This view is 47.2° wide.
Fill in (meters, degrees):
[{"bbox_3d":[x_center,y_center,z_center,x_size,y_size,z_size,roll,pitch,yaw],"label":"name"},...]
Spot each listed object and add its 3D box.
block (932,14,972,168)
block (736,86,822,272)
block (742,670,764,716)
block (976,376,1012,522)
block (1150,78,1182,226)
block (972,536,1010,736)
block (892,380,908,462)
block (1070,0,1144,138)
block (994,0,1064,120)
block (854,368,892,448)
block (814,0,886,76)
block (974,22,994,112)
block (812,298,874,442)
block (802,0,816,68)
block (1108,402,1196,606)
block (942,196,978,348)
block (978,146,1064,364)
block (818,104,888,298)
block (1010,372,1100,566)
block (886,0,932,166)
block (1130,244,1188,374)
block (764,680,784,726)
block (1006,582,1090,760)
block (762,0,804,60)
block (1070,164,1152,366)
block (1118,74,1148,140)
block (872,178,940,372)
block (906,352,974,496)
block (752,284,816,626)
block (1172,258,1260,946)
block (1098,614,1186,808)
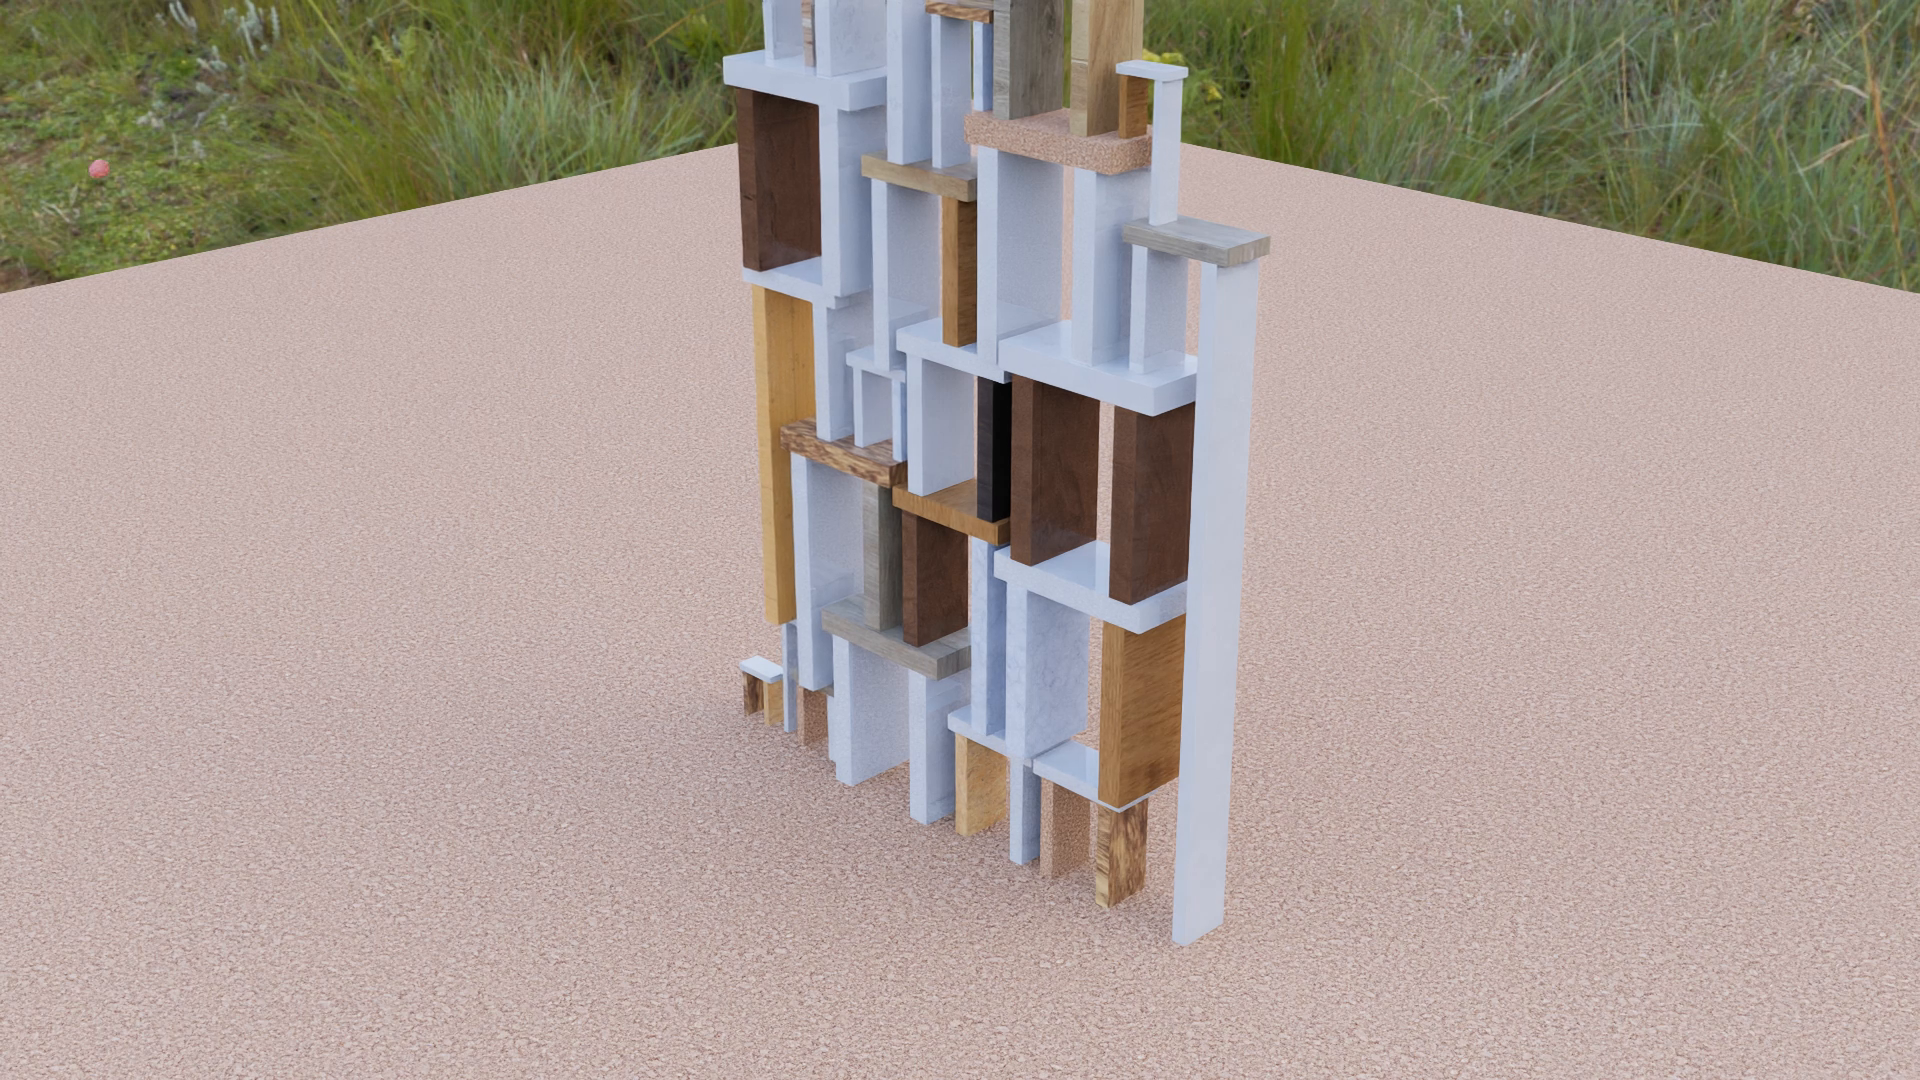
[{"bbox_3d":[-0.015,-0.798,3.893,0.022,0.269,0.076,21,31,41],"label":"block"},{"bbox_3d":[-0.345,-0.717,4.287,0.178,0.355,0.050,-22,31,-40],"label":"block"},{"bbox_3d":[-0.453,0.329,4.851,0.015,0.105,0.053,21,31,41],"label":"block"},{"bbox_3d":[0.094,-0.182,4.040,0.138,0.276,0.039,-21,31,-41],"label":"block"},{"bbox_3d":[0.336,-0.635,3.587,0.053,0.238,0.015,-21,31,-41],"label":"block"},{"bbox_3d":[0.086,0.166,4.195,0.140,0.406,0.040,-21,31,-40],"label":"block"},{"bbox_3d":[-0.092,-0.239,4.215,0.023,0.163,0.081,21,31,40],"label":"block"},{"bbox_3d":[0.243,-0.810,3.622,0.134,0.268,0.038,-21,31,-40],"label":"block"},{"bbox_3d":[0.118,-0.859,3.739,0.134,0.268,0.038,-21,31,-40],"label":"block"},{"bbox_3d":[-0.169,-0.269,4.285,0.023,0.163,0.081,21,31,40],"label":"block"},{"bbox_3d":[-0.200,-0.995,4.004,0.138,0.276,0.039,-21,31,-40],"label":"block"},{"bbox_3d":[0.058,-0.825,3.807,0.076,0.152,0.022,-21,30,-41],"label":"block"},{"bbox_3d":[-0.220,-0.344,4.317,0.138,0.276,0.039,-22,31,-40],"label":"block"},{"bbox_3d":[-0.253,-0.969,4.080,0.084,0.168,0.024,-22,31,-40],"label":"block"},{"bbox_3d":[0.341,-0.082,3.816,0.050,0.356,0.178,21,31,41],"label":"block"},{"bbox_3d":[0.030,-0.498,3.979,0.137,0.274,0.039,-21,31,-41],"label":"block"},{"bbox_3d":[0.107,-0.518,3.889,0.168,0.382,0.048,-21,31,-40],"label":"block"},{"bbox_3d":[-0.178,-0.651,4.133,0.050,0.356,0.178,22,32,40],"label":"block"},{"bbox_3d":[0.172,-0.147,3.970,0.050,0.356,0.178,21,31,41],"label":"block"},{"bbox_3d":[-0.067,-0.884,3.914,0.039,0.410,0.138,22,31,40],"label":"block"},{"bbox_3d":[0.335,-0.398,3.695,0.031,0.220,0.110,21,31,41],"label":"block"},{"bbox_3d":[-0.403,0.348,4.805,0.015,0.105,0.053,21,31,41],"label":"block"},{"bbox_3d":[0.165,0.221,4.136,0.050,0.351,0.175,21,31,40],"label":"block"},{"bbox_3d":[-0.332,-1.000,4.153,0.084,0.168,0.024,-22,31,-40],"label":"block"},{"bbox_3d":[0.266,-0.478,3.735,0.048,0.336,0.168,21,31,40],"label":"block"},{"bbox_3d":[0.285,-0.714,3.605,0.053,0.105,0.015,-21,30,-40],"label":"block"},{"bbox_3d":[-0.100,-0.507,4.114,0.039,0.363,0.137,20,30,39],"label":"block"},{"bbox_3d":[-0.036,-0.233,4.160,0.138,0.276,0.039,-21,31,-41],"label":"block"},{"bbox_3d":[-0.348,-0.183,4.527,0.039,0.737,0.138,21,31,41],"label":"block"},{"bbox_3d":[0.438,0.132,3.807,0.031,1.283,0.110,21,31,41],"label":"block"},{"bbox_3d":[0.331,0.290,3.986,0.050,0.361,0.176,21,31,40],"label":"block"}]
